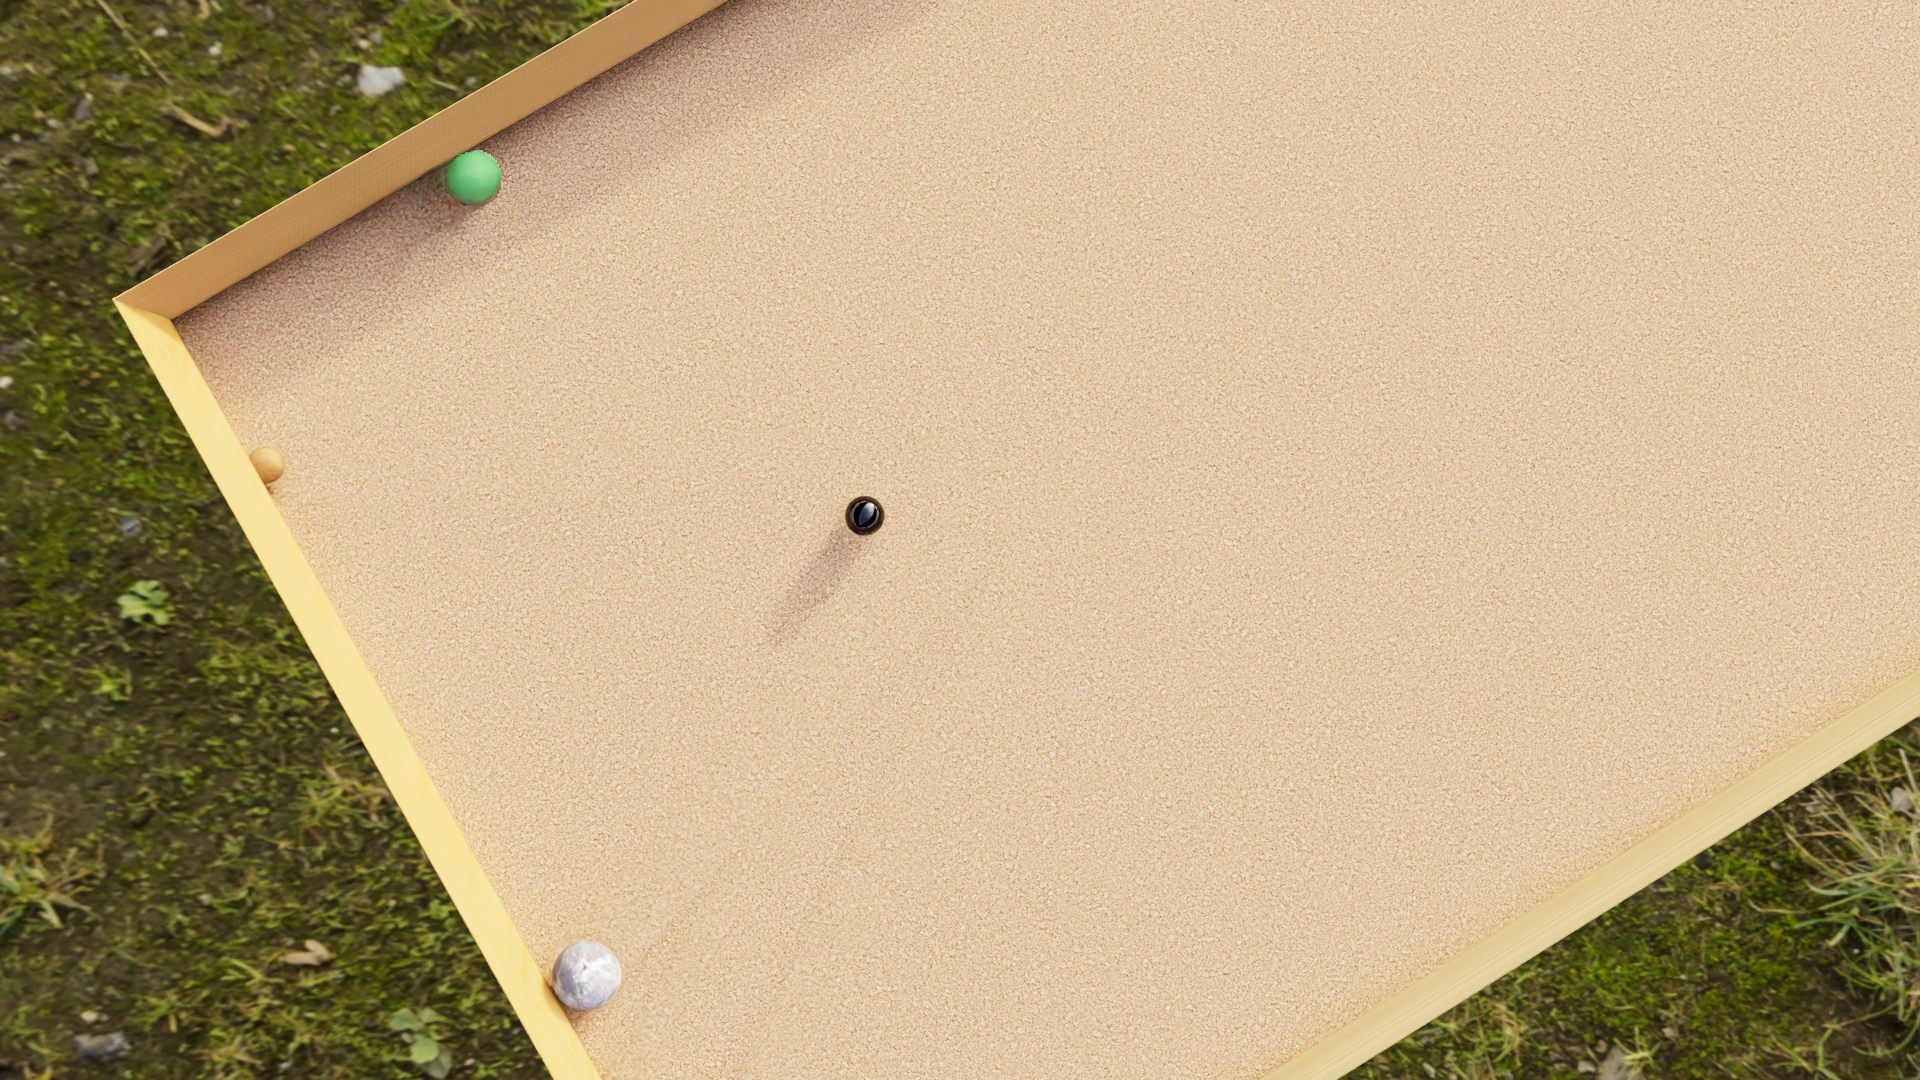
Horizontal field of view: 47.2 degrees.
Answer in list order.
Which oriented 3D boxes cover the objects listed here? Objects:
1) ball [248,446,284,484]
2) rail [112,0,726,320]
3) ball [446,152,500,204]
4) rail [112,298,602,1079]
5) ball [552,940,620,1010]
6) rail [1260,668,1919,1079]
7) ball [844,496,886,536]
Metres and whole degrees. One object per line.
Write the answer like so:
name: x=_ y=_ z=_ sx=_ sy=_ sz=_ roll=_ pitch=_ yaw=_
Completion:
ball: x=-1.037 y=-0.112 z=3.284 sx=0.054 sy=0.054 sz=0.054 roll=0 pitch=83 yaw=0
rail: x=0.288 y=-1.229 z=3.392 sx=3.540 sy=0.128 sz=0.045 roll=-31 pitch=84 yaw=-4
ball: x=-0.737 y=-0.548 z=3.328 sx=0.080 sy=0.080 sz=0.080 roll=0 pitch=83 yaw=0
rail: x=-0.738 y=0.437 z=3.174 sx=0.045 sy=0.128 sz=1.867 roll=-31 pitch=84 yaw=-4
ball: x=-0.538 y=0.626 z=3.165 sx=0.099 sy=0.099 sz=0.099 roll=0 pitch=83 yaw=0
rail: x=1.227 y=0.315 z=3.190 sx=3.540 sy=0.128 sz=0.045 roll=-31 pitch=84 yaw=-4
ball: x=-0.141 y=-0.036 z=3.271 sx=0.060 sy=0.060 sz=0.060 roll=0 pitch=83 yaw=0
